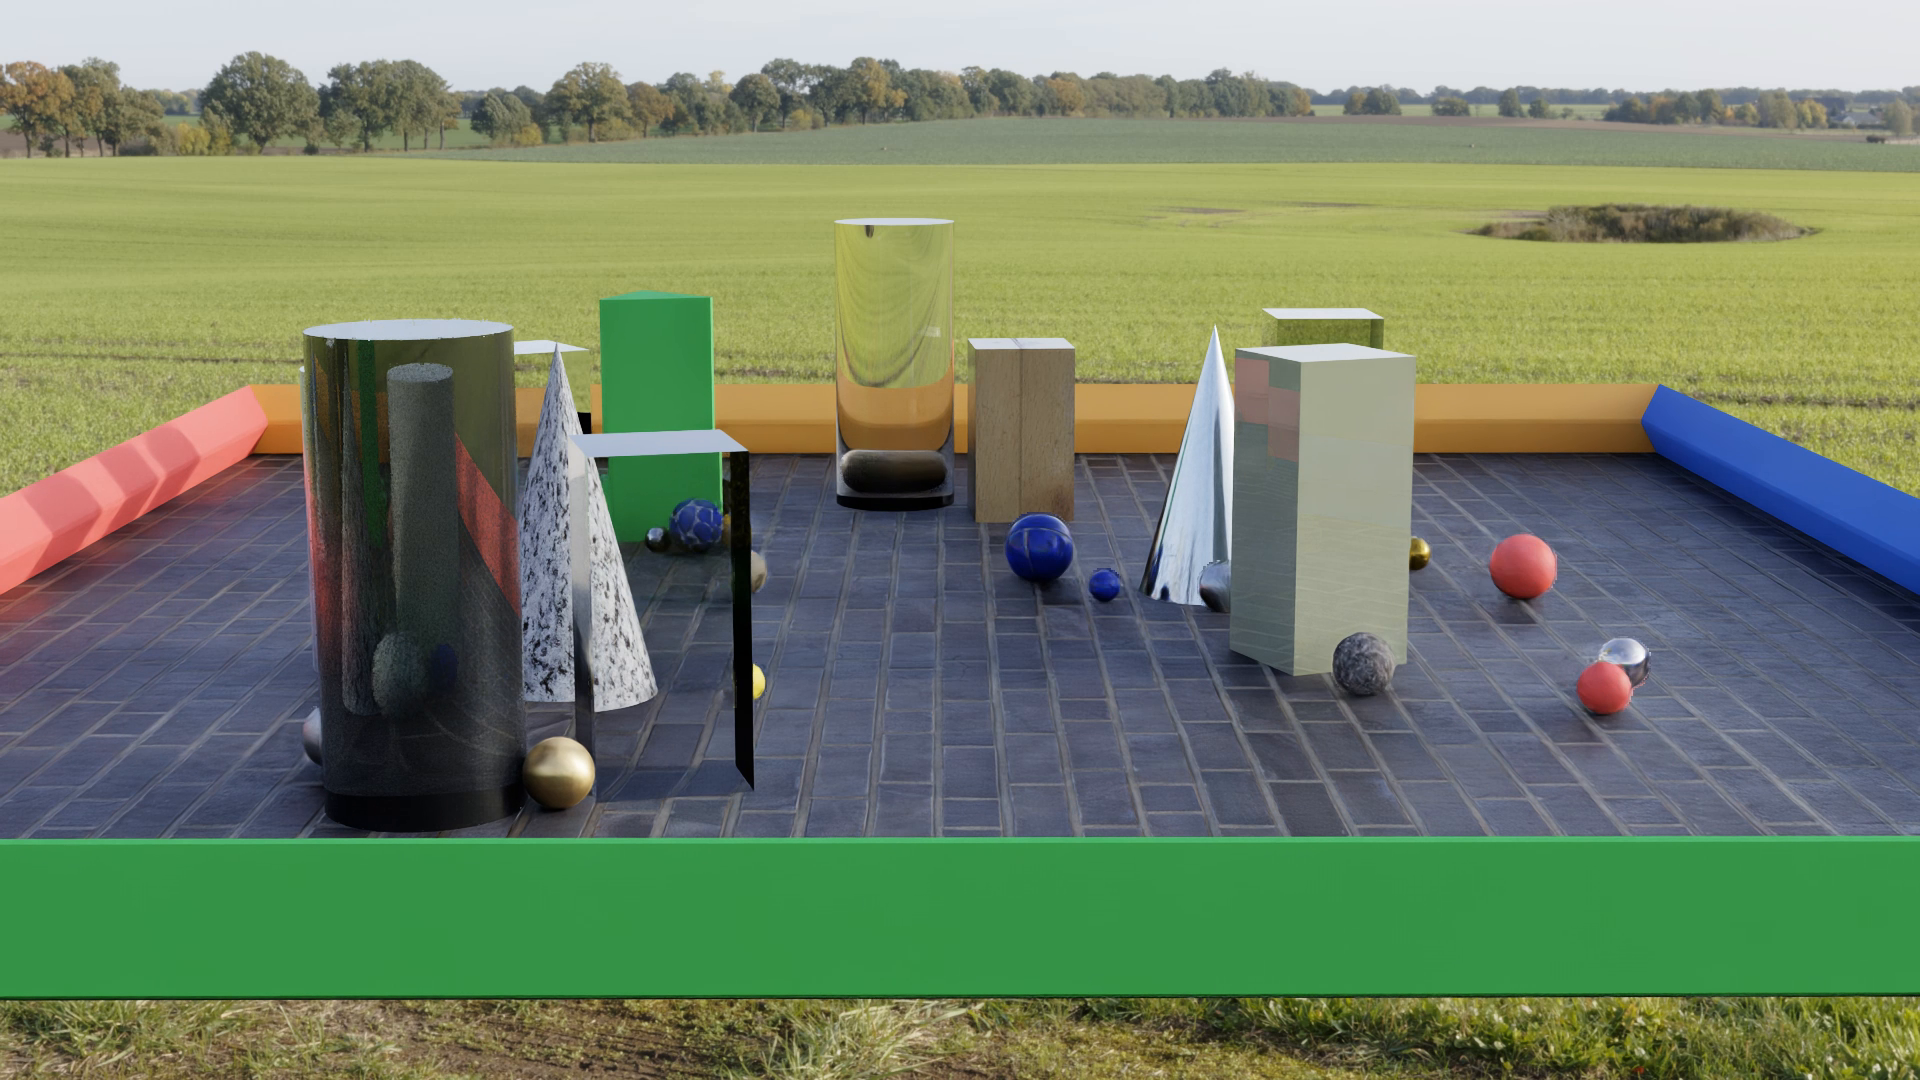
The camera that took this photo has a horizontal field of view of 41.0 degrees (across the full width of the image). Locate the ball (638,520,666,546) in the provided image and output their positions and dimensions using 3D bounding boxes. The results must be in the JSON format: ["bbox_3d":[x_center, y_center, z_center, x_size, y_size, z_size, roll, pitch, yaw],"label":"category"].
[{"bbox_3d":[-0.472,-0.011,3.938,0.041,0.041,0.041,0,10,0],"label":"ball"}]

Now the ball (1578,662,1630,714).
[{"bbox_3d":[0.733,0.168,2.918,0.059,0.059,0.059,0,10,0],"label":"ball"}]

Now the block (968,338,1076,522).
[{"bbox_3d":[0.098,-0.182,4.202,0.160,0.281,0.160,-1,11,-4],"label":"block"}]

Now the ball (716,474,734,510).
[{"bbox_3d":[-0.404,-0.069,4.145,0.080,0.080,0.080,0,10,0],"label":"ball"}]

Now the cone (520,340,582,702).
[{"bbox_3d":[-0.471,-0.032,3.037,0.200,0.411,0.200,0,10,0],"label":"cone"}]

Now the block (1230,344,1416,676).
[{"bbox_3d":[0.446,-0.042,3.170,0.160,0.381,0.160,-4,11,-23],"label":"block"}]

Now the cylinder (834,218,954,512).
[{"bbox_3d":[-0.109,-0.297,4.302,0.200,0.471,0.200,0,10,0],"label":"cylinder"}]

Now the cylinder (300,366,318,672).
[{"bbox_3d":[-0.696,-0.029,3.136,0.200,0.368,0.200,0,10,0],"label":"cylinder"}]

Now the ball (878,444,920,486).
[{"bbox_3d":[-0.107,-0.131,4.498,0.073,0.073,0.073,0,10,0],"label":"ball"}]

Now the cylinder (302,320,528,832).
[{"bbox_3d":[-0.533,0.030,2.523,0.200,0.475,0.200,0,10,0],"label":"cylinder"}]

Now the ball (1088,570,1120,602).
[{"bbox_3d":[0.199,0.063,3.530,0.043,0.043,0.043,0,10,0],"label":"ball"}]

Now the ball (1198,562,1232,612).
[{"bbox_3d":[0.356,0.064,3.461,0.068,0.068,0.068,0,10,0],"label":"ball"}]

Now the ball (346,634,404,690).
[{"bbox_3d":[-0.691,0.144,3.033,0.066,0.066,0.066,0,10,0],"label":"ball"}]

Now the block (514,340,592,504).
[{"bbox_3d":[-0.647,-0.123,3.773,0.160,0.321,0.160,-6,12,-31],"label":"block"}]

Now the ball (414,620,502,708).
[{"bbox_3d":[-0.577,0.142,2.947,0.100,0.100,0.100,0,10,0],"label":"ball"}]

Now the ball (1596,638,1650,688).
[{"bbox_3d":[0.784,0.146,3.035,0.062,0.062,0.062,0,10,0],"label":"ball"}]

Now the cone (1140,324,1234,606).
[{"bbox_3d":[0.352,-0.113,3.571,0.200,0.376,0.200,0,10,0],"label":"cone"}]

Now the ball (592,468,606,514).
[{"bbox_3d":[-0.575,-0.070,4.128,0.088,0.088,0.088,0,10,0],"label":"ball"}]

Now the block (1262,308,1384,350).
[{"bbox_3d":[0.550,-0.170,3.935,0.160,0.355,0.160,0,10,-2],"label":"block"}]

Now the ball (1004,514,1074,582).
[{"bbox_3d":[0.113,0.012,3.656,0.099,0.099,0.099,0,10,0],"label":"ball"}]

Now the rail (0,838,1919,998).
[{"bbox_3d":[0.008,0.294,2.040,2.680,0.130,0.045,0,10,0],"label":"rail"}]

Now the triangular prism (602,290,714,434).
[{"bbox_3d":[-0.489,-0.206,4.089,0.173,0.370,0.150,-3,11,-14],"label":"triangular prism"}]

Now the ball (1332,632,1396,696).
[{"bbox_3d":[0.473,0.145,3.006,0.073,0.073,0.073,0,10,0],"label":"ball"}]

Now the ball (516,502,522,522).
[{"bbox_3d":[-0.643,-0.034,3.951,0.082,0.082,0.082,0,10,0],"label":"ball"}]

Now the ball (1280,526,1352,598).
[{"bbox_3d":[0.493,0.030,3.554,0.100,0.100,0.100,0,10,0],"label":"ball"}]

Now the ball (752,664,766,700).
[{"bbox_3d":[-0.248,0.165,2.973,0.046,0.046,0.046,0,10,0],"label":"ball"}]

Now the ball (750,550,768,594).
[{"bbox_3d":[-0.300,0.045,3.574,0.064,0.064,0.064,0,10,0],"label":"ball"}]

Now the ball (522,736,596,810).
[{"bbox_3d":[-0.398,0.231,2.544,0.072,0.072,0.072,0,10,0],"label":"ball"}]

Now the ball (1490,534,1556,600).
[{"bbox_3d":[0.778,0.037,3.545,0.090,0.090,0.090,0,10,0],"label":"ball"}]

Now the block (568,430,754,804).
[{"bbox_3d":[-0.308,0.074,2.631,0.160,0.350,0.160,-3,11,-15],"label":"block"}]

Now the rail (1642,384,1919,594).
[{"bbox_3d":[1.316,0.032,3.456,0.045,0.130,2.912,0,10,0],"label":"rail"}]

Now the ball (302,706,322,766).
[{"bbox_3d":[-0.653,0.205,2.689,0.071,0.071,0.071,0,10,0],"label":"ball"}]

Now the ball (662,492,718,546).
[{"bbox_3d":[-0.414,-0.032,3.930,0.083,0.083,0.083,0,10,0],"label":"ball"}]

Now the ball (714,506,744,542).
[{"bbox_3d":[-0.361,-0.025,3.974,0.055,0.055,0.055,0,10,0],"label":"ball"}]

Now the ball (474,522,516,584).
[{"bbox_3d":[-0.647,0.018,3.648,0.089,0.089,0.089,0,10,0],"label":"ball"}]

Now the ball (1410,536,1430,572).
[{"bbox_3d":[0.662,0.020,3.744,0.050,0.050,0.050,0,10,0],"label":"ball"}]

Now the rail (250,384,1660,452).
[{"bbox_3d":[-0.008,-0.227,4.857,2.680,0.130,0.045,0,10,0],"label":"rail"}]

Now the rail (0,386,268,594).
[{"bbox_3d":[-1.316,0.035,3.441,0.045,0.130,2.912,0,10,0],"label":"rail"}]
